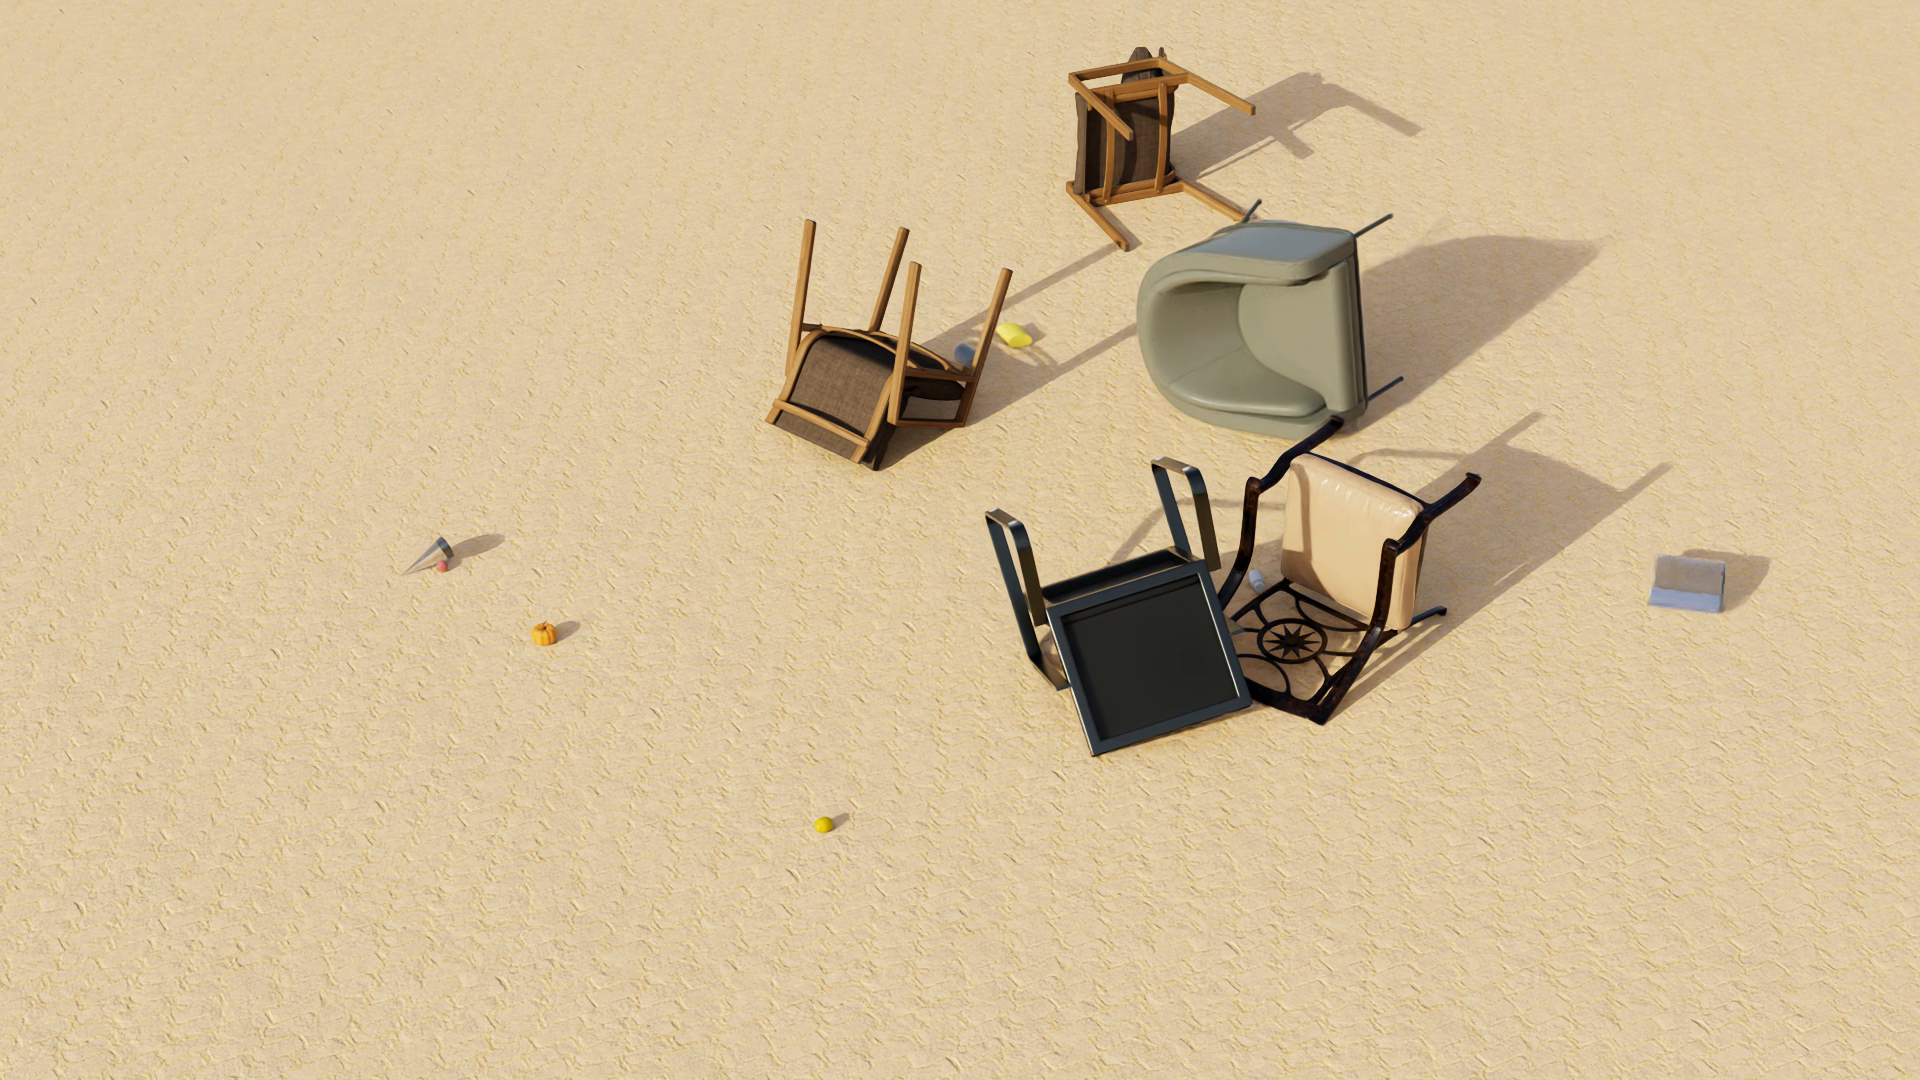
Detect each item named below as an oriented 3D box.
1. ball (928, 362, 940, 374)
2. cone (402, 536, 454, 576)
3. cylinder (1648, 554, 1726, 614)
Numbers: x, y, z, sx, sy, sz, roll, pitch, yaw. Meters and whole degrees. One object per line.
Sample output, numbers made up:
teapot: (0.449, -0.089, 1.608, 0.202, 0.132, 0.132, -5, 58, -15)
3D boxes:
ball: (-0.105, -0.701, 11.963, 0.050, 0.050, 0.050, 0, 33, 0)
cone: (-1.970, 0.080, 10.770, 0.202, 0.092, 0.152, -34, 2, -17)
cylinder: (2.619, 0.156, 10.568, 0.252, 0.152, 0.232, 7, 42, 10)
